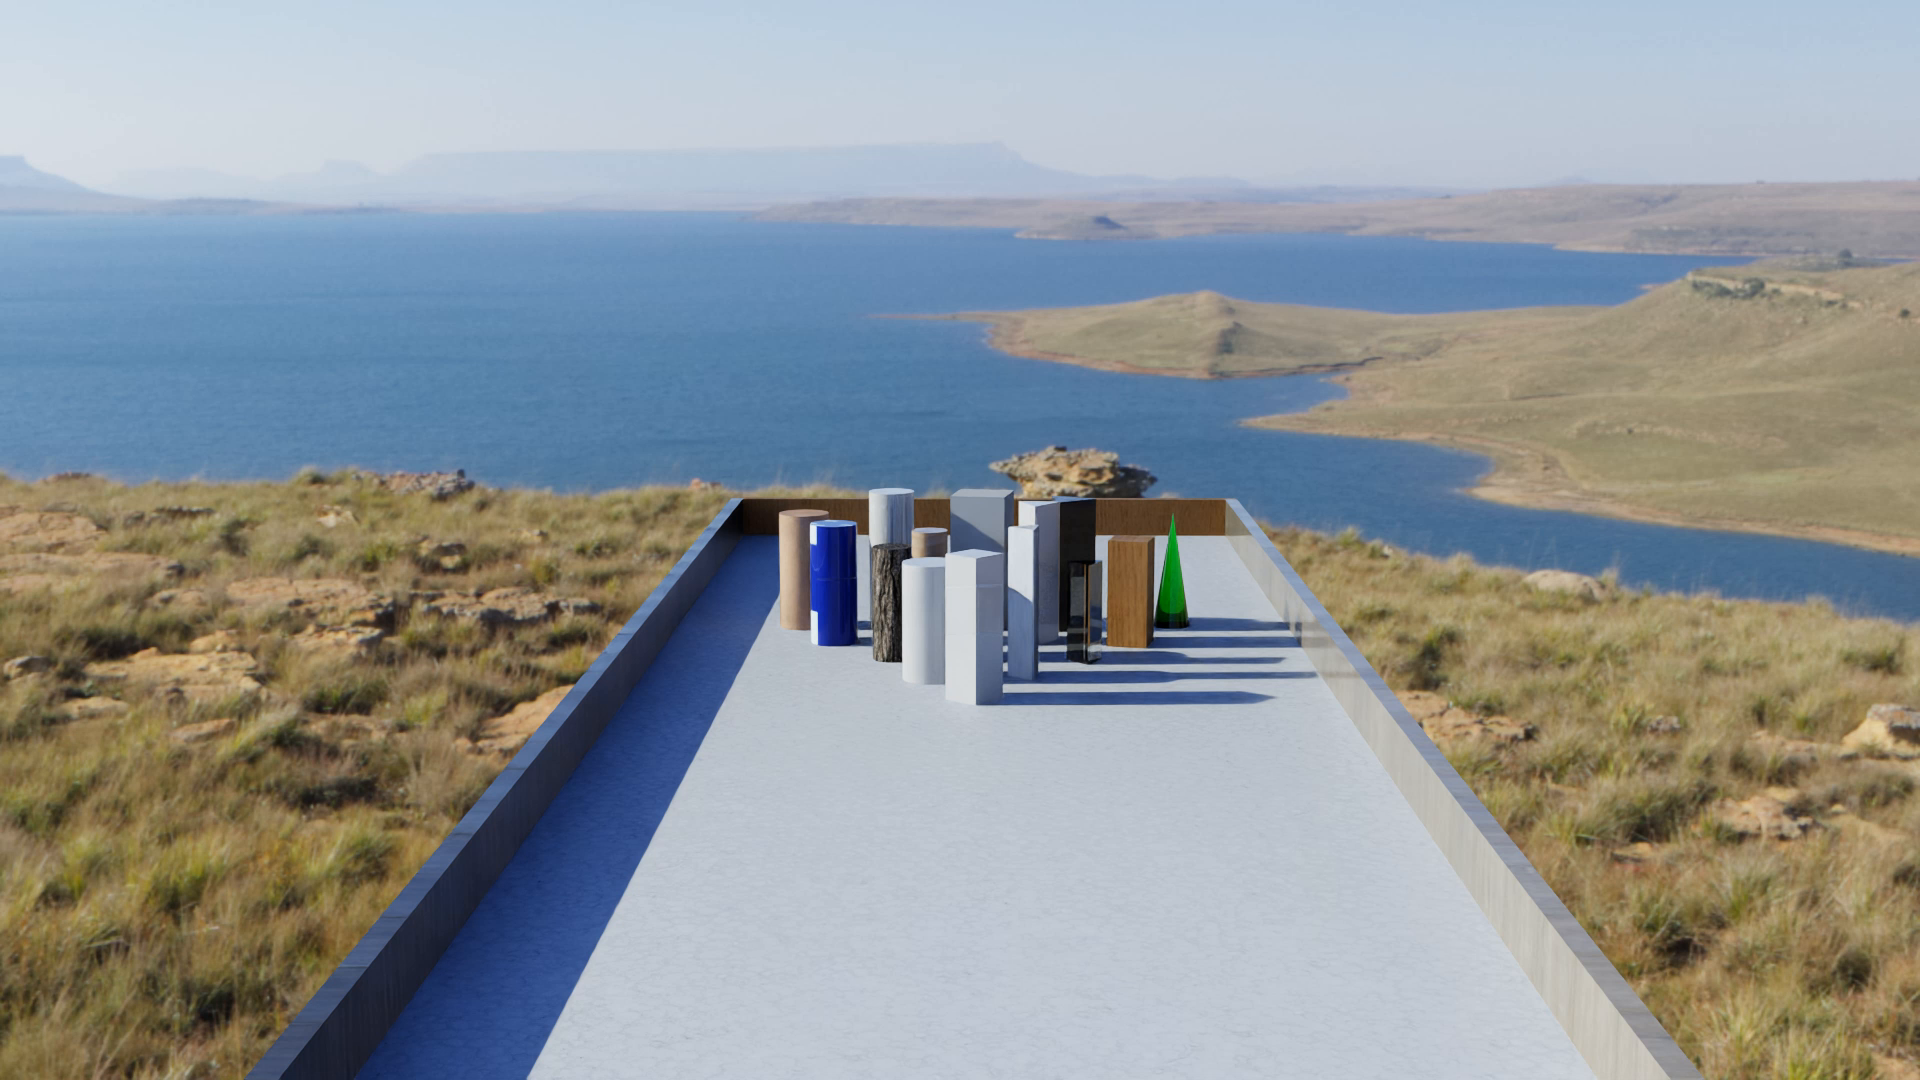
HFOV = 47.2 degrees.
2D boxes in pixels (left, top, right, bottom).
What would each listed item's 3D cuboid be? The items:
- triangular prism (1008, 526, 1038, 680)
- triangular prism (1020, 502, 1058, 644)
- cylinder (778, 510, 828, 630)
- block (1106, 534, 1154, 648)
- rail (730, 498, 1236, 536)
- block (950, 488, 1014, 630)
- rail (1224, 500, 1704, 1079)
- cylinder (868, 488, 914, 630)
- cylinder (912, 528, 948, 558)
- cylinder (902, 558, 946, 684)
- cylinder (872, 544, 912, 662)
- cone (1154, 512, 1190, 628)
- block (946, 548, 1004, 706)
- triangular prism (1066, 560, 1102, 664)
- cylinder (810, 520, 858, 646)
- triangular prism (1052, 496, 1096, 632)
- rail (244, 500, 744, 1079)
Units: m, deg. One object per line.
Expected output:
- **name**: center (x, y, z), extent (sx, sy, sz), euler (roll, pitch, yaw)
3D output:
- **triangular prism**: center (0.204, 0.180, 6.452), extent (0.095, 0.444, 0.082), euler (7, 12, 39)
- **triangular prism**: center (0.232, 0.100, 6.967), extent (0.109, 0.442, 0.126), euler (7, 11, 36)
- **cylinder**: center (-0.509, 0.097, 7.202), extent (0.163, 0.375, 0.163), euler (0, 9, 0)
- **block**: center (0.538, 0.161, 6.919), extent (0.126, 0.336, 0.126), euler (2, 9, 15)
- **rail**: center (0.099, -0.098, 9.147), extent (2.100, 0.150, 0.050), euler (0, 9, 1)
- **block**: center (0.073, 0.063, 7.216), extent (0.178, 0.437, 0.178), euler (2, 9, 11)
- **rail**: center (1.046, 0.843, 3.208), extent (0.050, 0.150, 12.000), euler (0, 9, 1)
- **cylinder**: center (-0.222, 0.064, 7.165), extent (0.147, 0.450, 0.147), euler (0, 9, 0)
- **cylinder**: center (-0.096, 0.147, 6.931), extent (0.114, 0.360, 0.114), euler (0, 9, 0)
- **cylinder**: center (-0.083, 0.235, 6.424), extent (0.172, 0.345, 0.172), euler (0, 9, 0)
- **cylinder**: center (-0.207, 0.191, 6.694), extent (0.118, 0.347, 0.118), euler (0, 9, 0)
- **cone**: center (0.695, 0.095, 7.209), extent (0.121, 0.376, 0.121), euler (0, 9, 0)
- **block**: center (0.040, 0.243, 6.152), extent (0.114, 0.415, 0.114), euler (8, 12, 42)
- **triangular prism**: center (0.394, 0.215, 6.676), extent (0.091, 0.305, 0.105), euler (-6, 11, -35)
- **cylinder**: center (-0.398, 0.135, 6.943), extent (0.149, 0.379, 0.149), euler (0, 9, 0)
- **triangular prism**: center (0.342, 0.073, 7.191), extent (0.153, 0.425, 0.132), euler (-6, 11, -34)
- **rail**: center (-1.004, 0.839, 3.234), extent (0.050, 0.150, 12.000), euler (0, 9, 1)
